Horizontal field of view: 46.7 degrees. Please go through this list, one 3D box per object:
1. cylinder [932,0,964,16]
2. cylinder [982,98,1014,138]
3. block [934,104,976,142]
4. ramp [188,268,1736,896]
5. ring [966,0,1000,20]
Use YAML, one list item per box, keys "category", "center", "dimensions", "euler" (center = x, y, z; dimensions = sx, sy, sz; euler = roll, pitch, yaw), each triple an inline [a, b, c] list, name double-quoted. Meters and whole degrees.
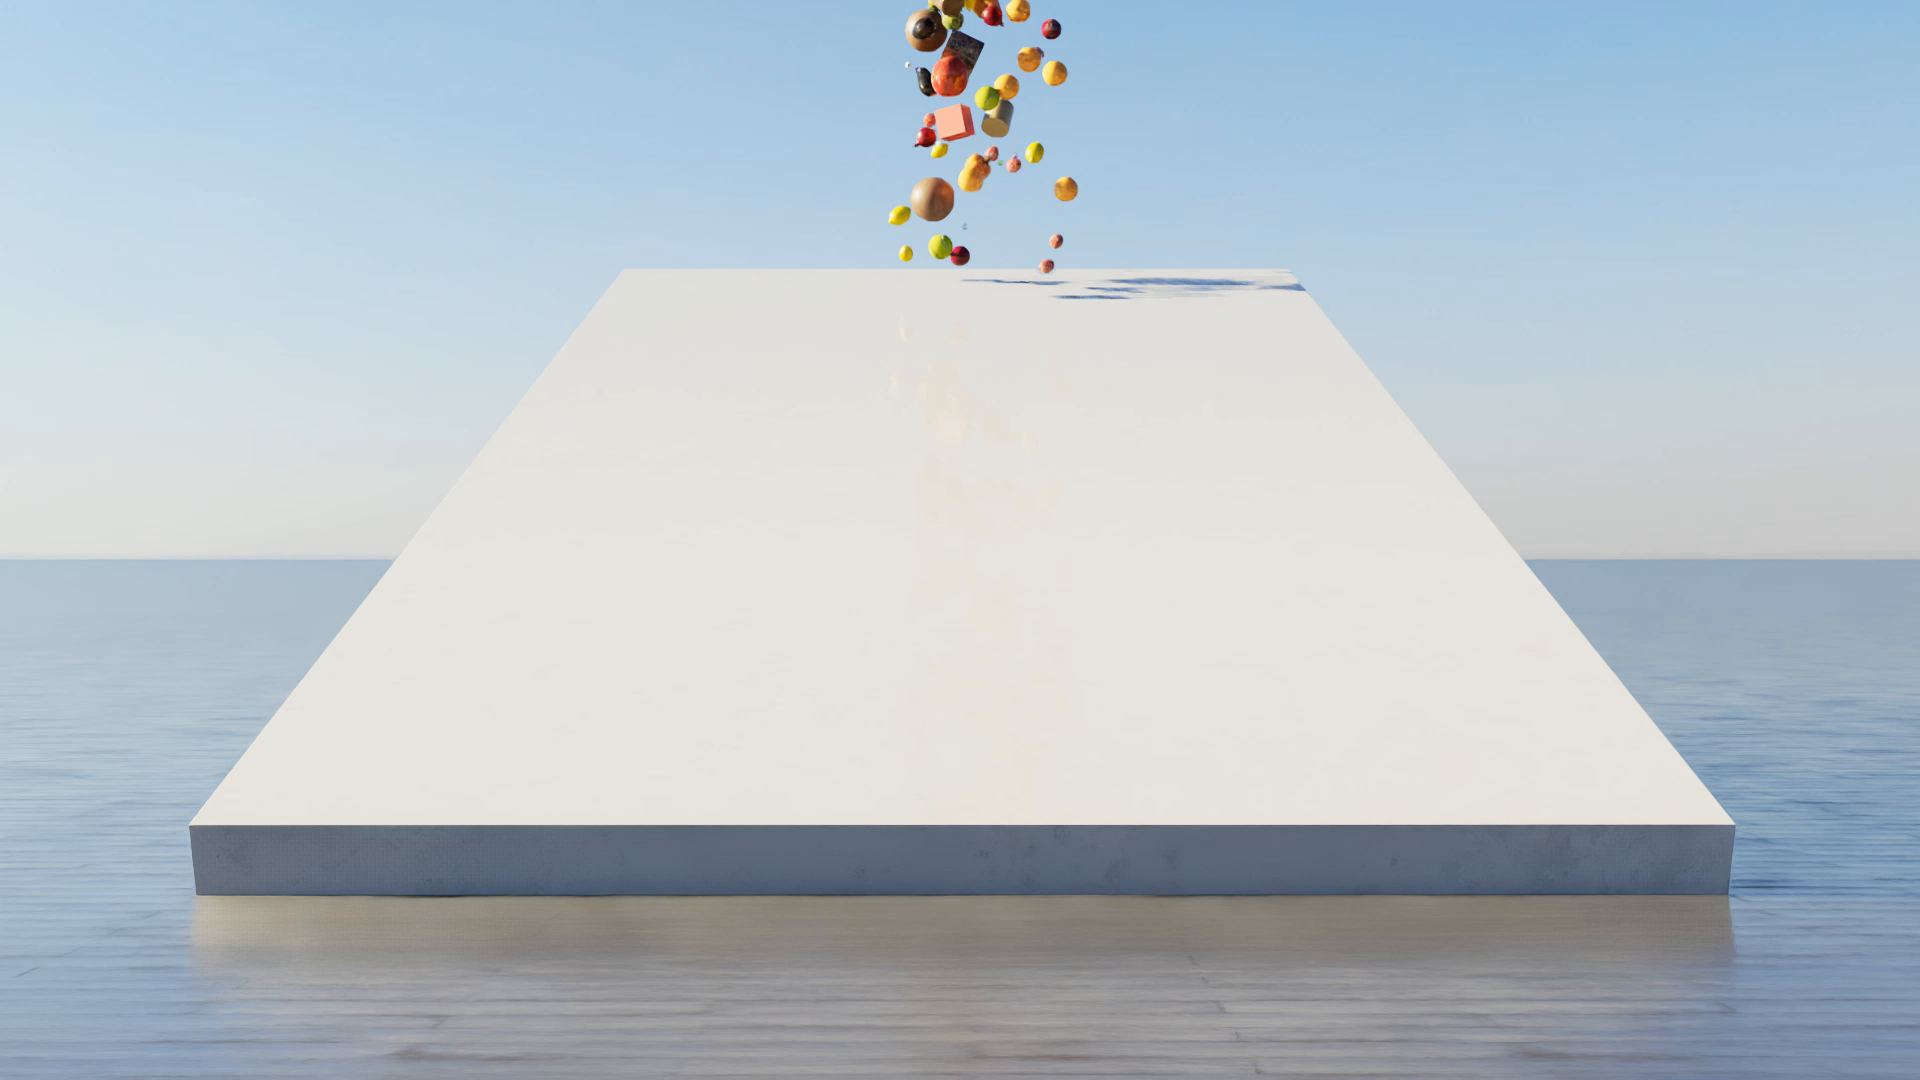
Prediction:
- category: "cylinder"
  center: [-0.036, -1.519, 6.245]
  dimensions: [0.073, 0.073, 0.073]
  euler: [0, 36, -34]
- category: "cylinder"
  center: [0.113, -1.259, 6.635]
  dimensions: [0.084, 0.084, 0.084]
  euler: [9, -32, 6]
- category: "block"
  center: [-0.016, -1.245, 6.639]
  dimensions: [0.085, 0.085, 0.085]
  euler: [-11, 0, 21]
- category: "ramp"
  center: [-0.003, -0.177, 4.801]
  dimensions: [2.000, 0.100, 4.000]
  euler: [0, 17, 0]
- category: "ring"
  center: [0.067, -1.589, 6.567]
  dimensions: [0.130, 0.130, 0.043]
  euler: [0, -31, -49]
